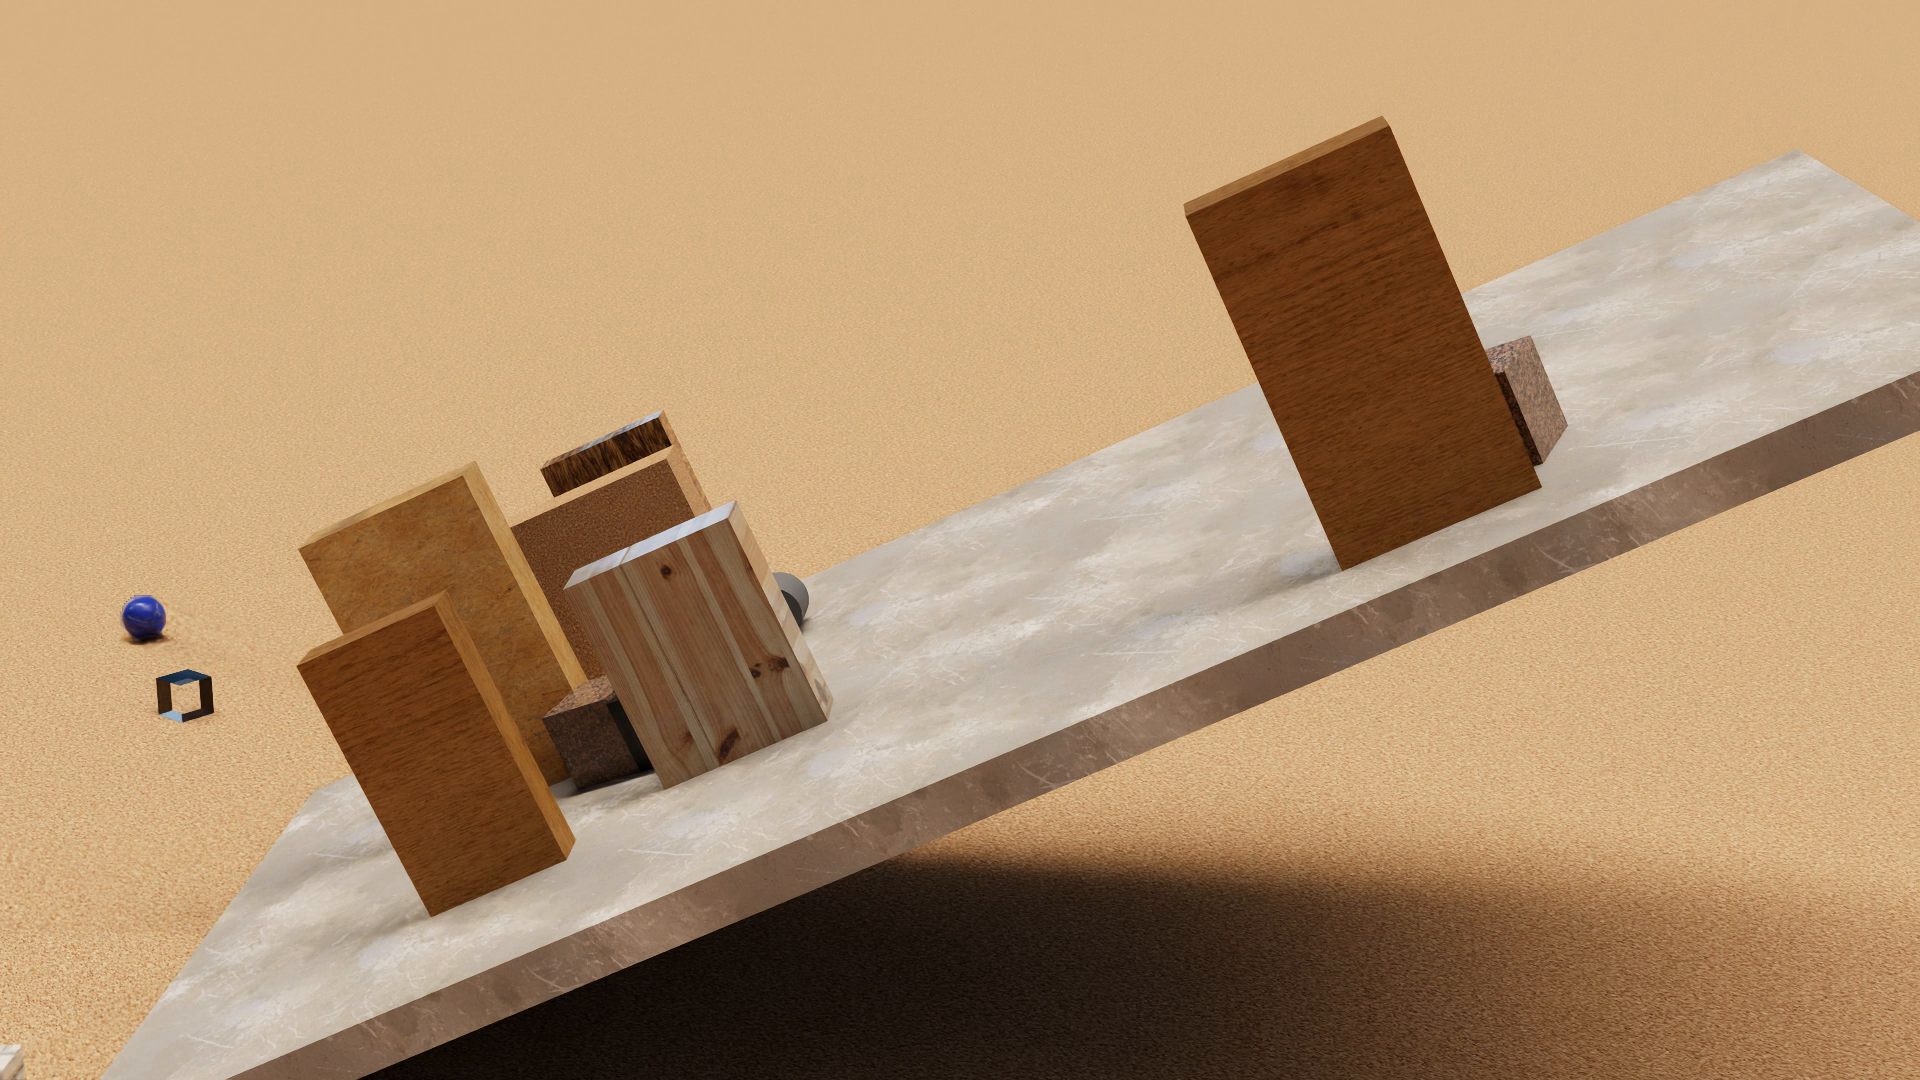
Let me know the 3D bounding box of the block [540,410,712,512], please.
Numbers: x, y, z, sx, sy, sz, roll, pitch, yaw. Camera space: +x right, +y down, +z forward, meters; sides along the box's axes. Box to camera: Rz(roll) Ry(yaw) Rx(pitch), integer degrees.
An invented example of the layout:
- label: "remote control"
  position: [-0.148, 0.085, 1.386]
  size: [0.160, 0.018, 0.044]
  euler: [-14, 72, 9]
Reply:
- label: "block"
  position: [-0.747, 0.001, 7.132]
  size: [0.318, 0.552, 0.082]
  euler: [-23, 13, 9]

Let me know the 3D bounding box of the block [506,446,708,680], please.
- label: "block"
  position: [-0.763, 0.103, 6.874]
  size: [0.439, 0.502, 0.136]
  euler: [-23, 13, 9]

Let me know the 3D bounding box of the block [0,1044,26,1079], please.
- label: "block"
  position: [-1.974, 1.110, 5.918]
  size: [0.142, 0.142, 0.142]
  euler: [0, 15, 1]

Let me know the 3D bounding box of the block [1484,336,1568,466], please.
- label: "block"
  position: [1.012, -0.243, 5.611]
  size: [0.194, 0.194, 0.194]
  euler: [-17, 15, 32]

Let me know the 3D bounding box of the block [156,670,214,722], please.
- label: "block"
  position: [-2.212, 0.444, 8.396]
  size: [0.110, 0.110, 0.110]
  euler: [12, 20, 38]

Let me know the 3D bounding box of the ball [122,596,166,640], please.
- label: "ball"
  position: [-2.520, 0.241, 9.090]
  size: [0.133, 0.133, 0.133]
  euler: [0, 15, 0]

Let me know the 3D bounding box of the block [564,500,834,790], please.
- label: "block"
  position: [-0.535, 0.217, 6.066]
  size: [0.373, 0.472, 0.144]
  euler: [-23, 13, 9]

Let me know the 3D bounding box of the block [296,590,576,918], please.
- label: "block"
  position: [-1.051, 0.432, 5.927]
  size: [0.310, 0.584, 0.112]
  euler: [-23, 13, 9]

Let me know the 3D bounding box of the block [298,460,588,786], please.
- label: "block"
  position: [-1.105, 0.236, 6.517]
  size: [0.406, 0.712, 0.137]
  euler: [-23, 13, 9]

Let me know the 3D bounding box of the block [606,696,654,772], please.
- label: "block"
  position: [-0.616, 0.368, 6.300]
  size: [0.168, 0.168, 0.168]
  euler: [-18, 15, 30]

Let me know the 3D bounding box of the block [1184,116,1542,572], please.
- label: "block"
  position: [0.737, -0.357, 5.389]
  size: [0.394, 0.723, 0.146]
  euler: [-23, 13, 9]

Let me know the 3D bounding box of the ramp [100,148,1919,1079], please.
- label: "ramp"
  position: [0.134, 0.169, 6.283]
  size: [4.000, 0.100, 2.000]
  euler: [-23, 13, 9]

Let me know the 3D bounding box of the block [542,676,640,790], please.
- label: "block"
  position: [-0.758, 0.405, 6.393]
  size: [0.179, 0.179, 0.179]
  euler: [-18, 15, 30]
